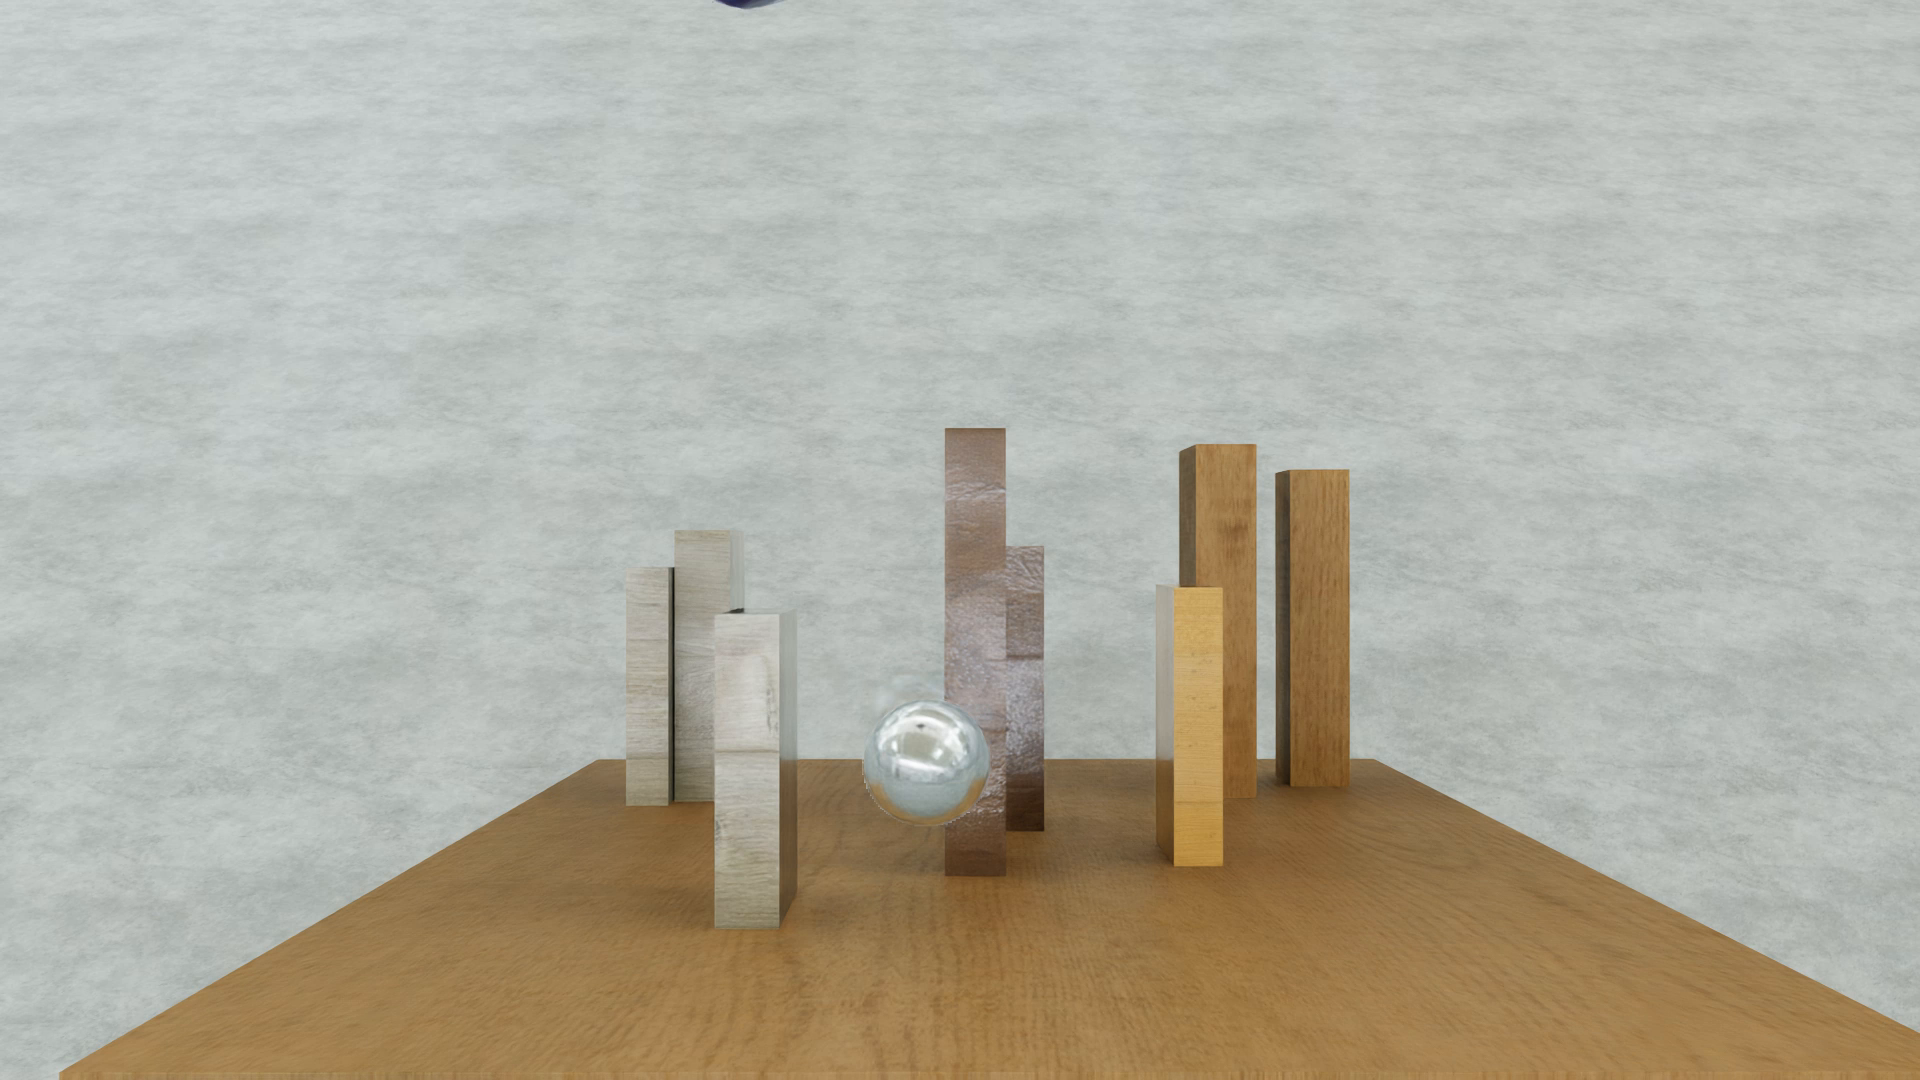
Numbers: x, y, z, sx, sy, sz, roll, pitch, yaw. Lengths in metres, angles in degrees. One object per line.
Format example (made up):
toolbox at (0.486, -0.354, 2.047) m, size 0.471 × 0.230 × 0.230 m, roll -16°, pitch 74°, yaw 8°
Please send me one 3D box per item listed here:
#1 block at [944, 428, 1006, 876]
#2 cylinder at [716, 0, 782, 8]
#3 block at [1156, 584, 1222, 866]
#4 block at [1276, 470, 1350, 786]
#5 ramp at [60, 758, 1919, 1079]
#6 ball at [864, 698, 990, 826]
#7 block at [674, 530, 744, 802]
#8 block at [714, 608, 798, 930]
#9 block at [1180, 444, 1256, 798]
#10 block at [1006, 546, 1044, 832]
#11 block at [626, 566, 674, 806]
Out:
block at (0.025, 0.186, 4.431) m, size 0.101 × 0.741 × 0.305 m, roll 0°, pitch 0°, yaw 0°
cylinder at (-0.151, -0.575, 2.319) m, size 0.170 × 0.170 × 0.170 m, roll -27°, pitch 16°, yaw -37°
block at (0.406, 0.319, 4.614) m, size 0.083 × 0.475 × 0.407 m, roll 0°, pitch 0°, yaw 0°
block at (0.820, 0.201, 6.036) m, size 0.135 × 0.722 × 0.279 m, roll 0°, pitch 0°, yaw 0°
ramp at (0.068, 0.607, 4.674) m, size 2.000 × 0.100 × 4.000 m, roll 0°, pitch 0°, yaw 0°
ball at (-0.033, 0.221, 2.576) m, size 0.125 × 0.125 × 0.125 m, roll 0°, pitch 31°, yaw 0°
block at (-0.553, 0.270, 5.742) m, size 0.119 × 0.582 × 0.380 m, roll 0°, pitch 0°, yaw 0°
block at (-0.303, 0.330, 3.890) m, size 0.092 × 0.447 × 0.415 m, roll 0°, pitch 0°, yaw 0°
block at (0.579, 0.177, 5.838) m, size 0.132 × 0.769 × 0.431 m, roll 0°, pitch 0°, yaw 0°
block at (0.108, 0.285, 5.107) m, size 0.107 × 0.547 × 0.294 m, roll 0°, pitch 0°, yaw 0°
block at (-0.660, 0.310, 5.590) m, size 0.089 × 0.502 × 0.261 m, roll 0°, pitch 0°, yaw 0°
